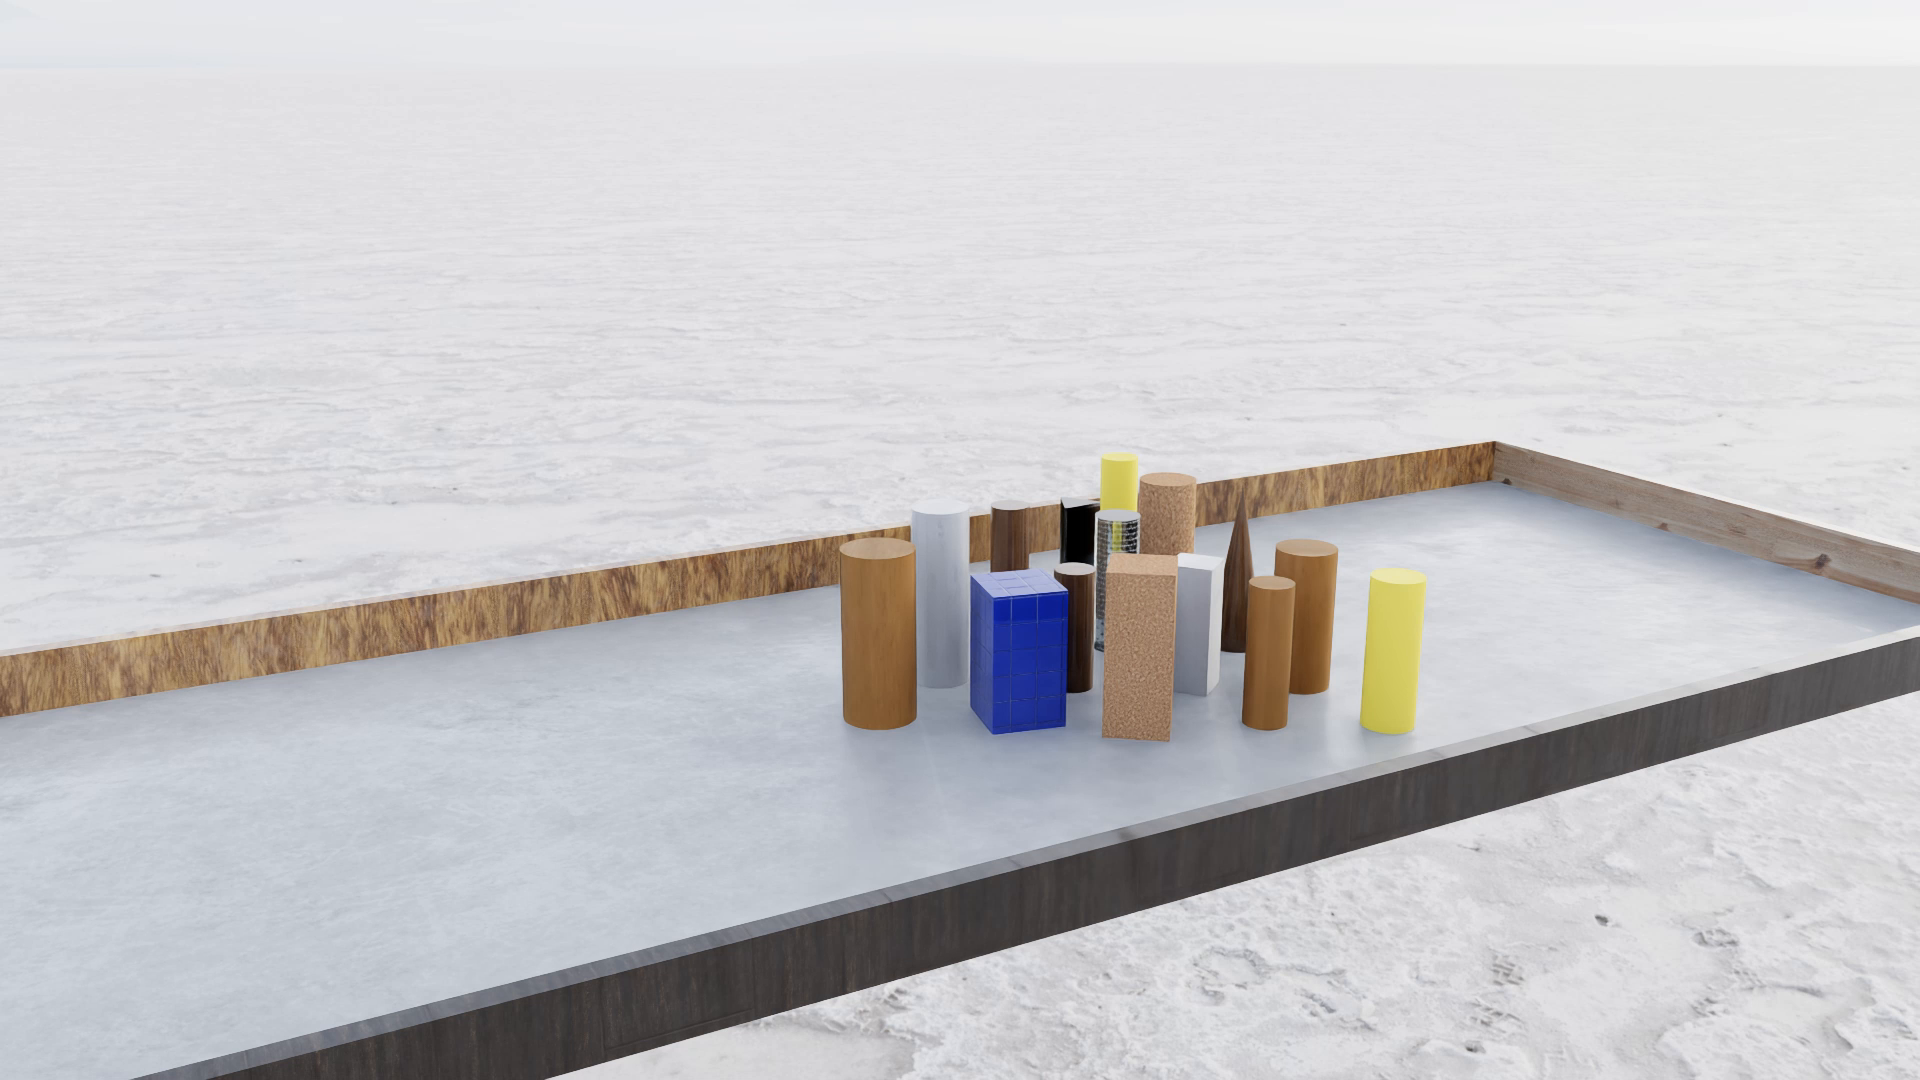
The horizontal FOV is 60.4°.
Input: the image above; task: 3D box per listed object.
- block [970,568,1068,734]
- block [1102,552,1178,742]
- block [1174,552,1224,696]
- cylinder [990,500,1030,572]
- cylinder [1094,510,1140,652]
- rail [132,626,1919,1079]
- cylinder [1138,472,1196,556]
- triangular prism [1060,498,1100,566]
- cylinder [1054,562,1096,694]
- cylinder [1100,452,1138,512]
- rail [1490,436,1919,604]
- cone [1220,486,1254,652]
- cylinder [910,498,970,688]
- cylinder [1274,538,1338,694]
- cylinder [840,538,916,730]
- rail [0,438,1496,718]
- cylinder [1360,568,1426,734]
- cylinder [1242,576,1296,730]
[{"bbox_3d":[0.136,0.259,3.879,0.180,0.335,0.180,-5,17,-16],"label":"block"},{"bbox_3d":[0.416,0.246,3.809,0.154,0.399,0.154,3,17,9],"label":"block"},{"bbox_3d":[0.576,0.208,4.071,0.112,0.325,0.112,7,18,23],"label":"block"},{"bbox_3d":[0.130,0.099,4.317,0.101,0.395,0.101,0,16,0],"label":"cylinder"},{"bbox_3d":[0.411,0.108,4.346,0.119,0.361,0.119,0,16,0],"label":"cylinder"},{"bbox_3d":[-2.336,1.006,1.665,12.000,0.150,0.050,-9,18,-27],"label":"rail"},{"bbox_3d":[0.573,0.020,4.592,0.156,0.391,0.156,0,16,0],"label":"cylinder"},{"bbox_3d":[0.312,0.047,4.619,0.119,0.324,0.103,-10,19,-31],"label":"triangular prism"},{"bbox_3d":[0.281,0.217,4.075,0.102,0.306,0.102,0,16,0],"label":"cylinder"},{"bbox_3d":[0.464,-0.054,4.842,0.108,0.392,0.108,0,16,0],"label":"cylinder"},{"bbox_3d":[2.466,-0.048,5.253,0.050,0.150,2.100,-9,18,-27],"label":"rail"},{"bbox_3d":[0.736,0.067,4.353,0.148,0.436,0.148,0,16,0],"label":"cone"},{"bbox_3d":[-0.049,0.133,4.106,0.145,0.449,0.145,0,16,0],"label":"cylinder"},{"bbox_3d":[0.848,0.189,4.082,0.151,0.355,0.151,0,16,0],"label":"cylinder"},{"bbox_3d":[-0.190,0.219,3.872,0.176,0.417,0.176,0,16,0],"label":"cylinder"},{"bbox_3d":[-3.305,0.497,3.399,12.000,0.150,0.050,-9,18,-27],"label":"rail"},{"bbox_3d":[1.006,0.257,3.833,0.126,0.364,0.126,0,16,0],"label":"cylinder"},{"bbox_3d":[0.719,0.264,3.846,0.106,0.345,0.106,0,16,0],"label":"cylinder"}]
